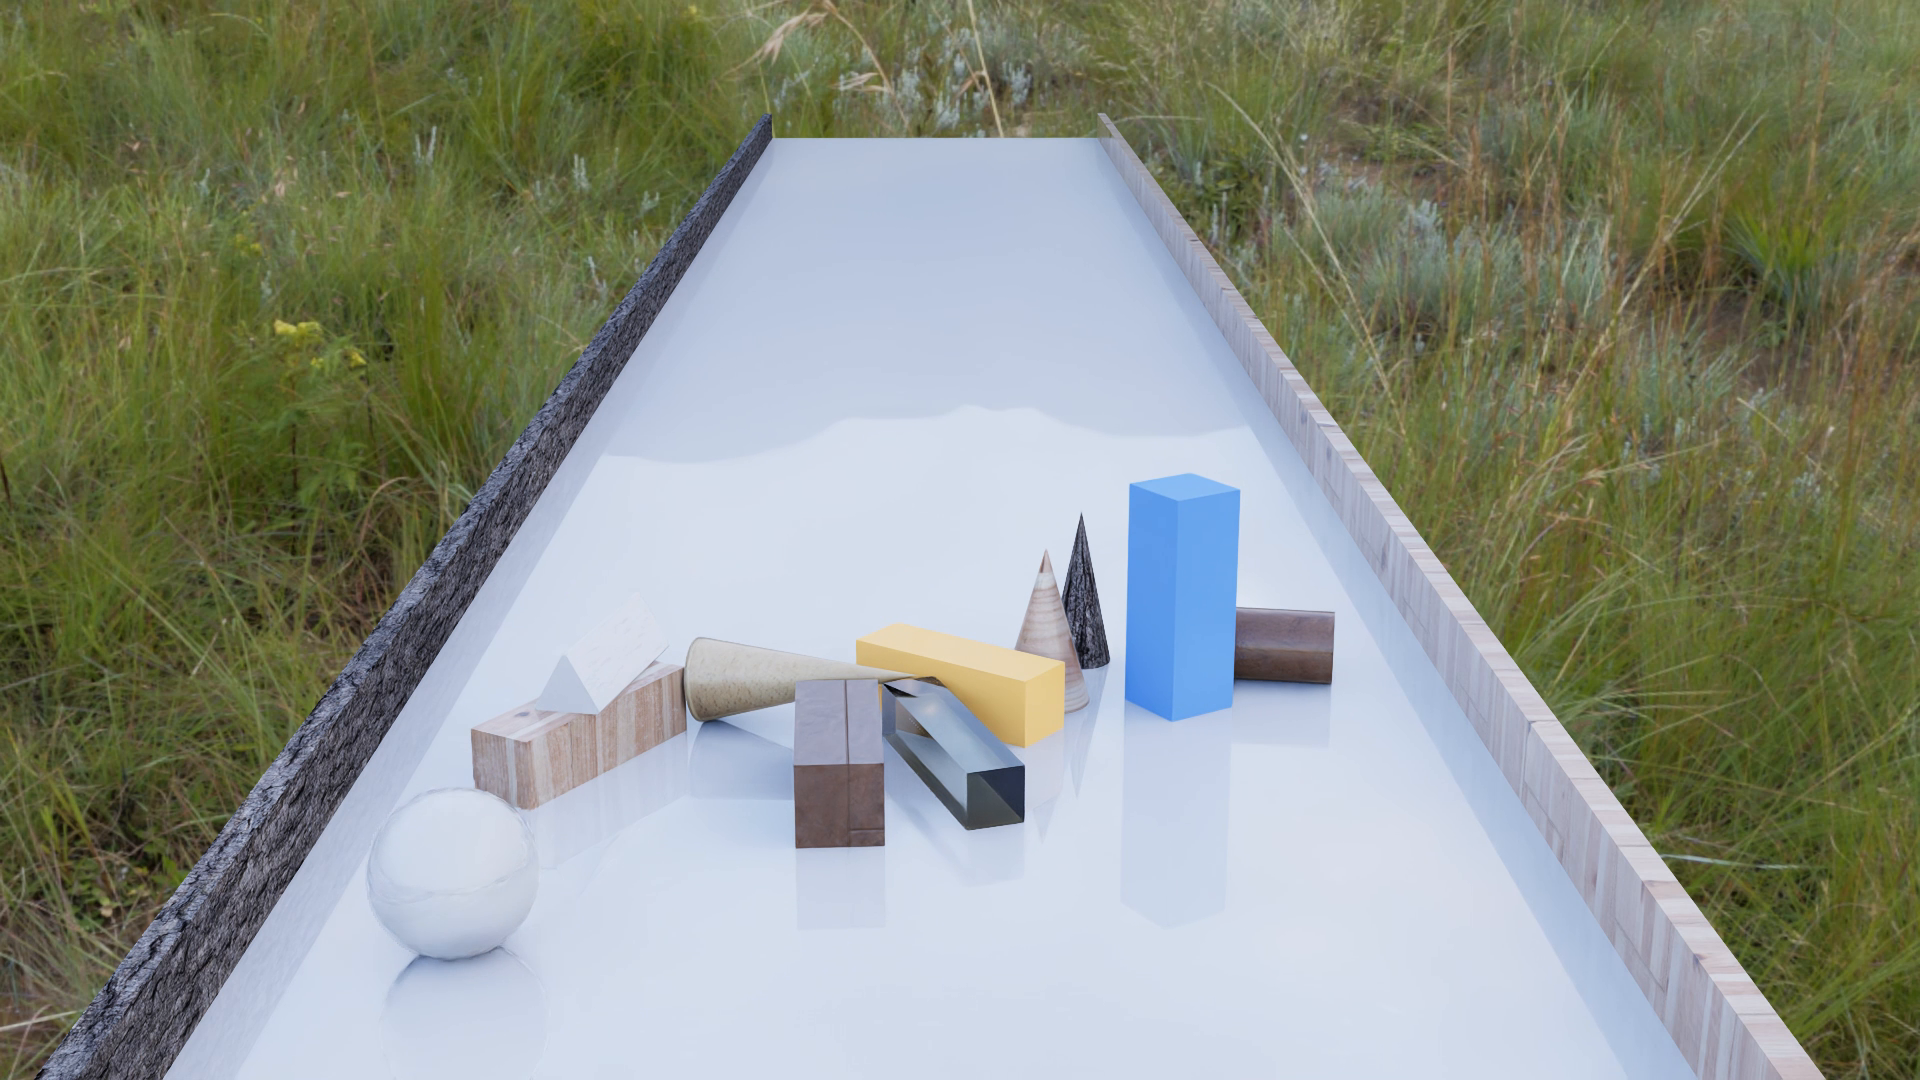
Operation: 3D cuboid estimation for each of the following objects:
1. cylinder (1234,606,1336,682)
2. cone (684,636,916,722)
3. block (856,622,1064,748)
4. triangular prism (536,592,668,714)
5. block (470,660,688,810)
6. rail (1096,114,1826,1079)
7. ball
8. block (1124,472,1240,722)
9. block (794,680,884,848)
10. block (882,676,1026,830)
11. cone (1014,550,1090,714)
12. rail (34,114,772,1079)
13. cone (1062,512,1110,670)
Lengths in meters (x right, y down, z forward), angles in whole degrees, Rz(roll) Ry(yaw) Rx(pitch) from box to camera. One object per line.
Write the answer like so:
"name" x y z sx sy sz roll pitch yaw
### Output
"cylinder" 0.559 0.201 4.308 0.341 0.139 0.139 3 17 9
"cone" -0.278 0.252 4.026 0.424 0.159 0.159 -2 16 15
"block" -0.002 0.267 4.105 0.387 0.128 0.128 12 20 34
"triangular prism" -0.639 0.196 3.945 0.118 0.102 0.357 4 17 12
"block" -0.665 0.334 3.885 0.124 0.124 0.430 10 19 29
"rail" 0.932 -0.844 7.801 0.050 0.150 12.000 0 17 -1
"ball" -0.731 0.480 3.179 0.247 0.247 0.247 0 17 0
"block" 0.415 0.106 4.123 0.145 0.427 0.145 -11 20 -32
"block" -0.206 0.372 3.721 0.145 0.145 0.389 -1 17 -3
"block" -0.018 0.364 3.824 0.102 0.102 0.453 -6 18 -19
"cone" 0.161 0.158 4.160 0.174 0.305 0.174 0 17 0
"rail" -1.118 -0.838 7.780 0.050 0.150 12.000 0 17 -1
"cone" 0.240 0.090 4.378 0.126 0.312 0.126 0 17 0
